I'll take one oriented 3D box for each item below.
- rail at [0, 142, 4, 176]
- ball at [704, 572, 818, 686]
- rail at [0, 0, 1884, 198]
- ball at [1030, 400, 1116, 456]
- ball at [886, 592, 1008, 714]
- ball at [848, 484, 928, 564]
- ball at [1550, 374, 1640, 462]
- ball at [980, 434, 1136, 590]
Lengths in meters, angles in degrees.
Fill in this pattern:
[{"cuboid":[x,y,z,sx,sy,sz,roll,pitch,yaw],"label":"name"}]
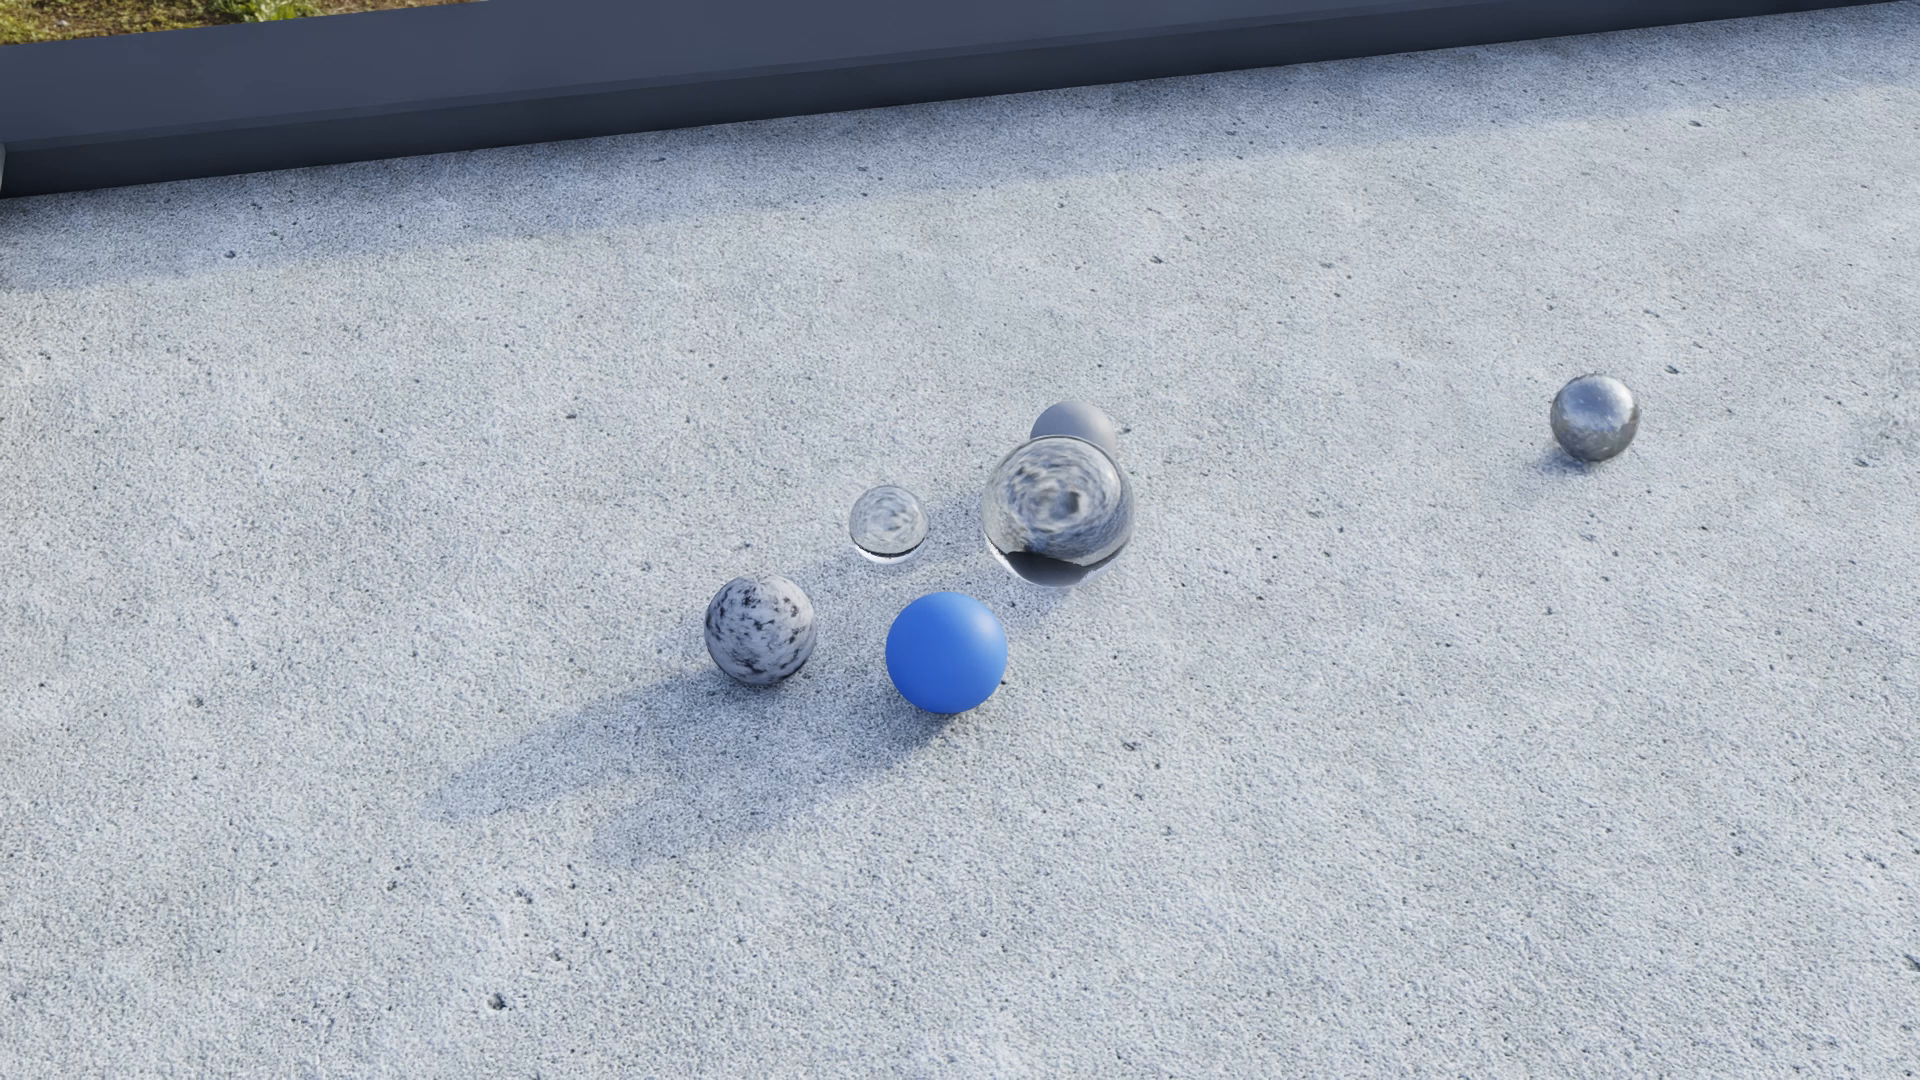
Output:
[{"cuboid":[-0.621,0.061,1.492,0.045,0.129,1.377,-8,36,-11],"label":"rail"},{"cuboid":[-0.121,0.054,1.555,0.069,0.069,0.069,0,36,0],"label":"ball"},{"cuboid":[0.492,-0.490,2.260,2.646,0.129,0.045,-8,36,-11],"label":"rail"},{"cuboid":[0.076,-0.065,1.729,0.059,0.059,0.059,0,36,0],"label":"ball"},{"cuboid":[-0.008,0.067,1.532,0.073,0.073,0.073,0,36,0],"label":"ball"},{"cuboid":[-0.046,-0.010,1.658,0.052,0.052,0.052,0,36,0],"label":"ball"},{"cuboid":[0.434,-0.084,1.755,0.060,0.060,0.060,0,36,0],"label":"ball"},{"cuboid":[0.062,-0.018,1.629,0.099,0.099,0.099,0,36,0],"label":"ball"}]
